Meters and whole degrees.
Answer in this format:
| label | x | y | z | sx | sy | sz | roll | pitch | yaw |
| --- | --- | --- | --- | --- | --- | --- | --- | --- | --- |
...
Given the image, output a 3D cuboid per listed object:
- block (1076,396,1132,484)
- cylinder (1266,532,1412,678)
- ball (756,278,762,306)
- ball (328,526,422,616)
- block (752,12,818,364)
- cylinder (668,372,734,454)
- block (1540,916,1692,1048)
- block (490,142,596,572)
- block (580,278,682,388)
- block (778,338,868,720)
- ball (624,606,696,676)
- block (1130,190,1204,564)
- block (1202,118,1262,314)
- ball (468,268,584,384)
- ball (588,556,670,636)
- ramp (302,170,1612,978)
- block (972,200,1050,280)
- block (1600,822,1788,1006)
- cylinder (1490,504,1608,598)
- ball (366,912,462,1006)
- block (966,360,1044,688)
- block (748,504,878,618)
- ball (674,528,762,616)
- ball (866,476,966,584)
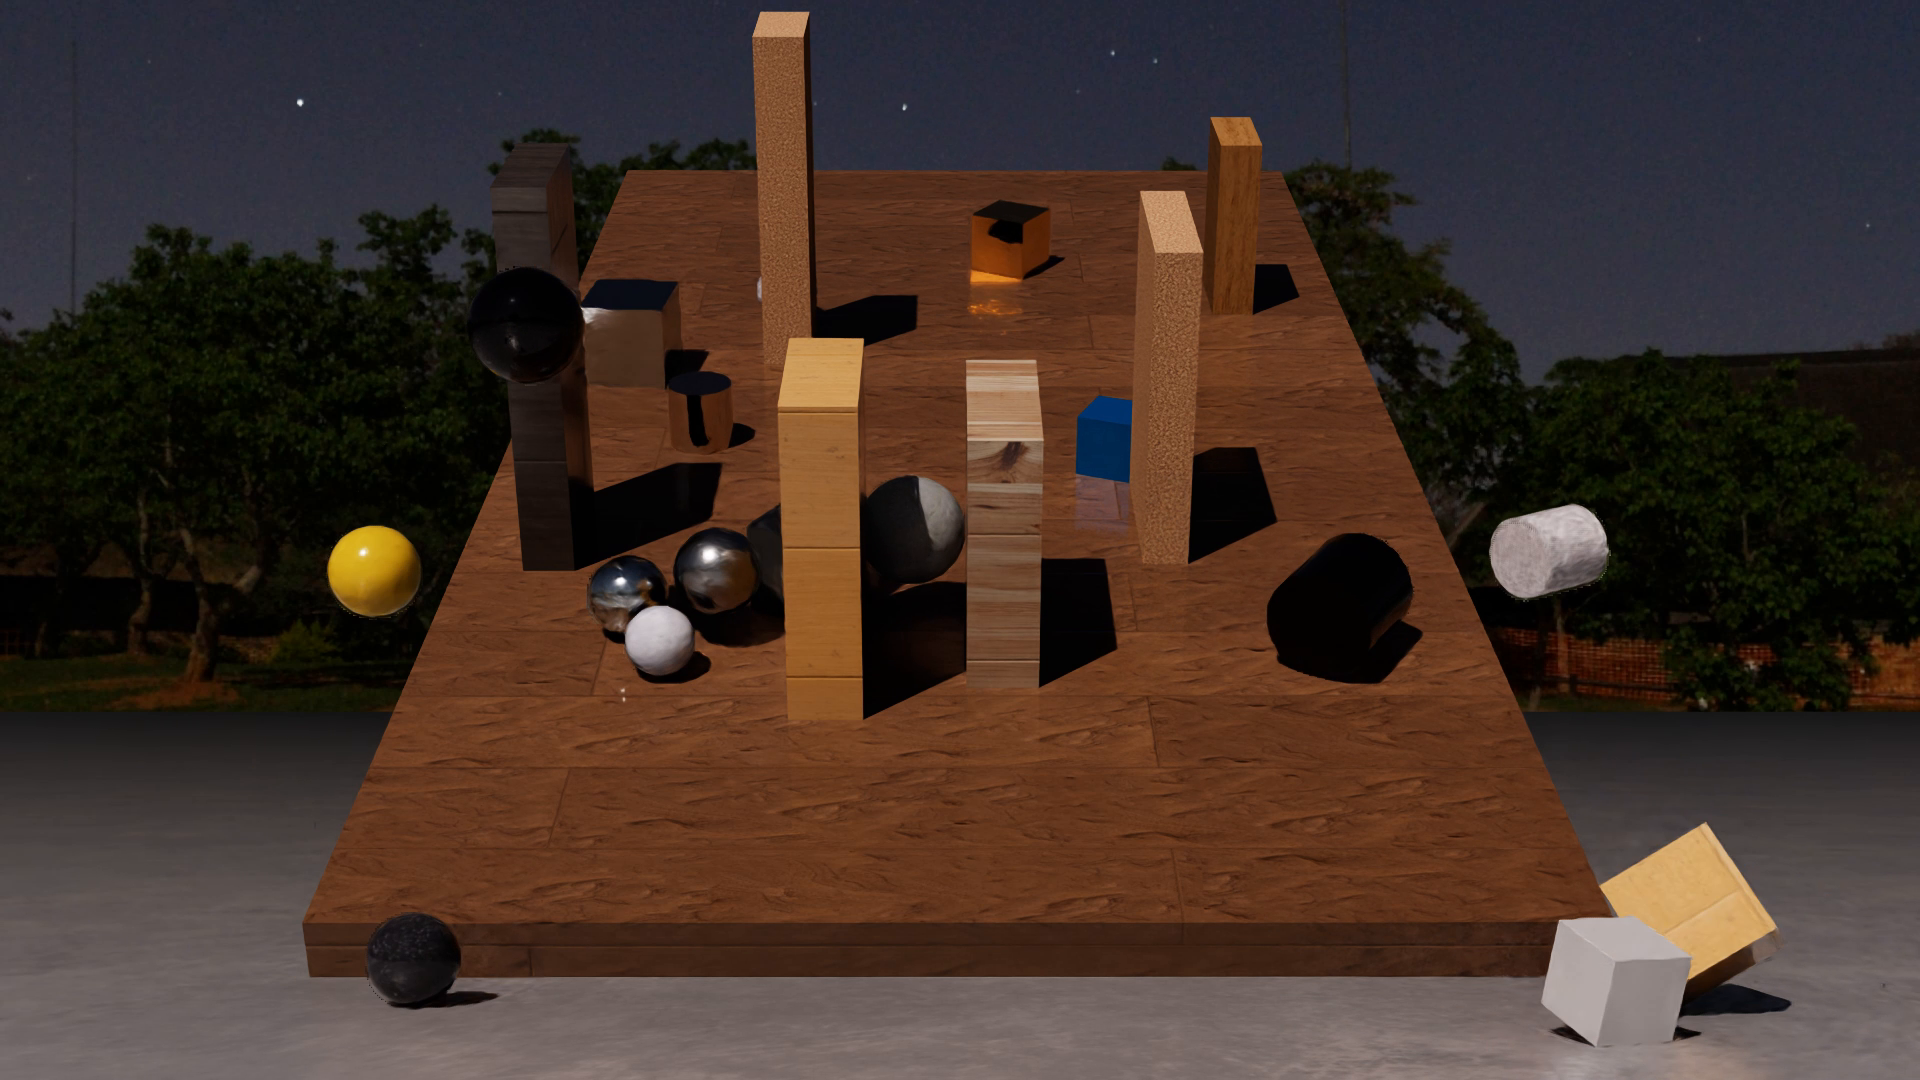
| label | x | y | z | sx | sy | sz | roll | pitch | yaw |
| --- | --- | --- | --- | --- | --- | --- | --- | --- | --- |
| block | 0.341 | -0.219 | 5.111 | 0.134 | 0.134 | 0.134 | 10 | 27 | 21 |
| cylinder | 0.699 | 0.119 | 4.317 | 0.204 | 0.204 | 0.204 | -3 | 20 | 34 |
| ball | -0.445 | -0.634 | 5.966 | 0.146 | 0.146 | 0.146 | 0 | -4 | 0 |
| ball | -1.268 | 0.067 | 5.086 | 0.199 | 0.199 | 0.199 | 0 | -4 | 0 |
| block | -0.417 | -0.843 | 5.645 | 0.116 | 0.799 | 0.255 | 0 | 25 | 0 |
| cylinder | -0.578 | -0.284 | 5.233 | 0.141 | 0.141 | 0.141 | 0 | 25 | 0 |
| block | 0.818 | 0.550 | 2.929 | 0.116 | 0.116 | 0.116 | 2 | 16 | -23 |
| block | -0.817 | -0.358 | 4.633 | 0.103 | 0.789 | 0.297 | 0 | 25 | 0 |
| block | -0.784 | -0.494 | 5.605 | 0.197 | 0.197 | 0.197 | 3 | 27 | 5 |
| block | -0.237 | -0.021 | 4.152 | 0.133 | 0.595 | 0.322 | 0 | 25 | 0 |
| ball | -0.545 | 0.183 | 4.265 | 0.129 | 0.129 | 0.129 | 0 | -4 | 0 |
| block | 0.412 | -0.331 | 4.741 | 0.090 | 0.653 | 0.395 | 0 | 25 | 0 |
| block | 0.700 | -0.837 | 6.050 | 0.103 | 0.446 | 0.265 | 0 | 25 | 0 |
| ball | -0.750 | -0.371 | 4.057 | 0.200 | 0.200 | 0.200 | 0 | -4 | 0 |
| ball | -0.621 | 0.105 | 4.402 | 0.152 | 0.152 | 0.152 | 0 | -4 | 0 |
| ramp | -0.009 | -0.229 | 5.403 | 2.000 | 0.100 | 4.000 | 0 | 25 | 0 |
| block | 0.137 | -0.810 | 6.330 | 0.156 | 0.156 | 0.156 | 14 | 29 | 27 |
| block | 1.003 | 0.514 | 3.209 | 0.165 | 0.165 | 0.165 | -34 | -27 | 10 |
| cylinder | 1.158 | 0.022 | 4.618 | 0.160 | 0.160 | 0.160 | -12 | 3 | -32 |
| ball | -0.760 | 0.584 | 3.269 | 0.129 | 0.129 | 0.129 | 0 | -4 | 0 |
| block | 0.077 | -0.035 | 4.311 | 0.131 | 0.484 | 0.387 | 0 | 25 | 0 |
| block | -0.281 | 0.039 | 4.510 | 0.180 | 0.180 | 0.180 | 13 | 28 | 26 |
| ball | -0.450 | 0.059 | 4.359 | 0.164 | 0.164 | 0.164 | 0 | -4 | 0 |
| ball | -0.091 | -0.019 | 4.400 | 0.203 | 0.203 | 0.203 | 0 | -4 | 0 |
